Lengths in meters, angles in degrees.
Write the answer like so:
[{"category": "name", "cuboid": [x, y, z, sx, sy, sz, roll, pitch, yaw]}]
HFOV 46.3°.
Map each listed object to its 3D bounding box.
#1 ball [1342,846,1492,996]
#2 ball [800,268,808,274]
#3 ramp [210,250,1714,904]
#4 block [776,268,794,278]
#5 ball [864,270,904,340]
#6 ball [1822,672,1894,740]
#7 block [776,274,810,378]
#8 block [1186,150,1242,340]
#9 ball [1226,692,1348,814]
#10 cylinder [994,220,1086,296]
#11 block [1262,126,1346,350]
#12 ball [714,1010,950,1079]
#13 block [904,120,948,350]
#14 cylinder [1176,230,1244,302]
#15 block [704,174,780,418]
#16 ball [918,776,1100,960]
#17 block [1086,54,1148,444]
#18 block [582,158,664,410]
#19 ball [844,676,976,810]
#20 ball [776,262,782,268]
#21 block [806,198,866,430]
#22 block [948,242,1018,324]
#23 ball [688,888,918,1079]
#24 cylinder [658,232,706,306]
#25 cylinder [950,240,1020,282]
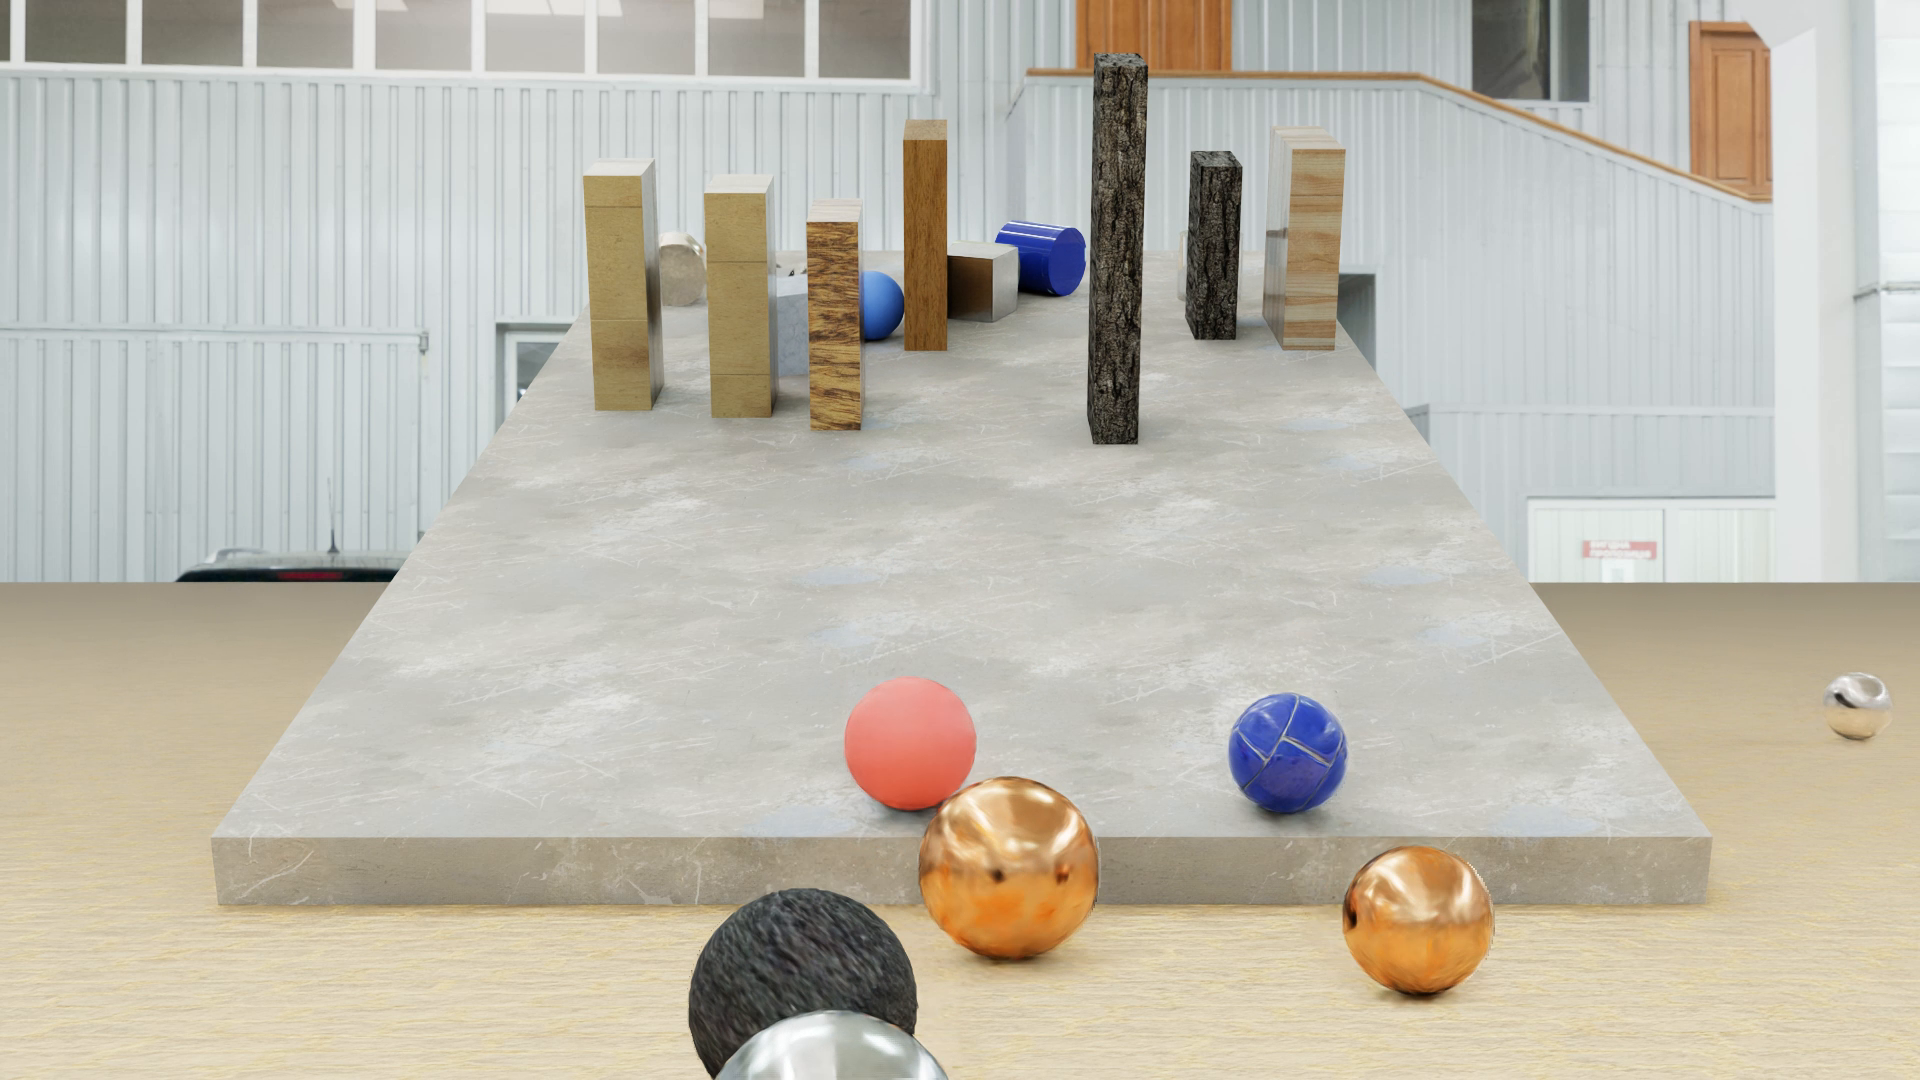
[{"category": "ball", "cuboid": [0.483, 0.402, 2.373, 0.156, 0.156, 0.156, 0, -1, 0]}, {"category": "ball", "cuboid": [-0.350, -0.627, 5.774, 0.168, 0.168, 0.168, 0, -1, 0]}, {"category": "ramp", "cuboid": [-0.004, -0.192, 4.899, 2.000, 0.100, 4.000, 0, 19, 0]}, {"category": "block", "cuboid": [-0.515, -0.573, 5.596, 0.179, 0.179, 0.179, 2, 19, 5]}, {"category": "ball", "cuboid": [-0.225, -0.592, 5.663, 0.173, 0.173, 0.173, 0, -1, 0]}, {"category": "ball", "cuboid": [2.407, 0.447, 6.019, 0.182, 0.182, 0.182, 0, -1, 0]}, {"category": "block", "cuboid": [-0.399, -0.519, 5.410, 0.194, 0.194, 0.194, -11, 22, -30]}, {"category": "block", "cuboid": [0.646, -0.755, 5.735, 0.103, 0.438, 0.254, 0, 19, 0]}, {"category": "ball", "cuboid": [0.445, 0.289, 3.048, 0.164, 0.164, 0.164, 0, -1, 0]}, {"category": "cylinder", "cuboid": [0.220, -0.781, 6.206, 0.188, 0.188, 0.188, 13, 7, 34]}, {"category": "block", "cuboid": [0.866, -0.770, 5.686, 0.129, 0.498, 0.393, 0, 19, 0]}, {"category": "ball", "cuboid": [-0.080, 0.380, 1.400, 0.170, 0.170, 0.170, 0, -1, 0]}, {"category": "block", "cuboid": [-0.085, -0.773, 5.655, 0.106, 0.521, 0.355, 0, 19, 0]}, {"category": "cylinder", "cuboid": [0.683, -0.747, 6.126, 0.176, 0.176, 0.176, 0, 19, 0]}, {"category": "block", "cuboid": [-0.485, -0.547, 5.014, 0.132, 0.499, 0.247, 0, 19, 0]}, {"category": "ball", "cuboid": [0.056, 0.378, 2.592, 0.210, 0.210, 0.210, 0, -1, 0]}, {"category": "block", "cuboid": [0.331, -0.617, 4.765, 0.095, 0.792, 0.240, 0, 19, 0]}, {"category": "block", "cuboid": [-0.755, -0.579, 5.064, 0.126, 0.527, 0.243, 0, 19, 0]}, {"category": "ball", "cuboid": [-0.068, 0.277, 3.057, 0.181, 0.181, 0.181, 0, -1, 0]}, {"category": "ball", "cuboid": [-0.537, -0.643, 5.774, 0.199, 0.199, 0.199, 0, -1, 0]}, {"category": "block", "cuboid": [-0.270, -0.500, 4.939, 0.109, 0.457, 0.284, 0, 19, 0]}, {"category": "block", "cuboid": [0.042, -0.682, 5.936, 0.170, 0.170, 0.170, 8, 20, 22]}, {"category": "ball", "cuboid": [-0.128, 0.378, 1.828, 0.187, 0.187, 0.187, 0, -1, 0]}, {"category": "cylinder", "cuboid": [-0.775, -0.736, 6.092, 0.173, 0.173, 0.173, 0, 19, -7]}, {"category": "cylinder", "cuboid": [0.061, -0.730, 6.101, 0.158, 0.158, 0.158, 8, 2, 22]}]
